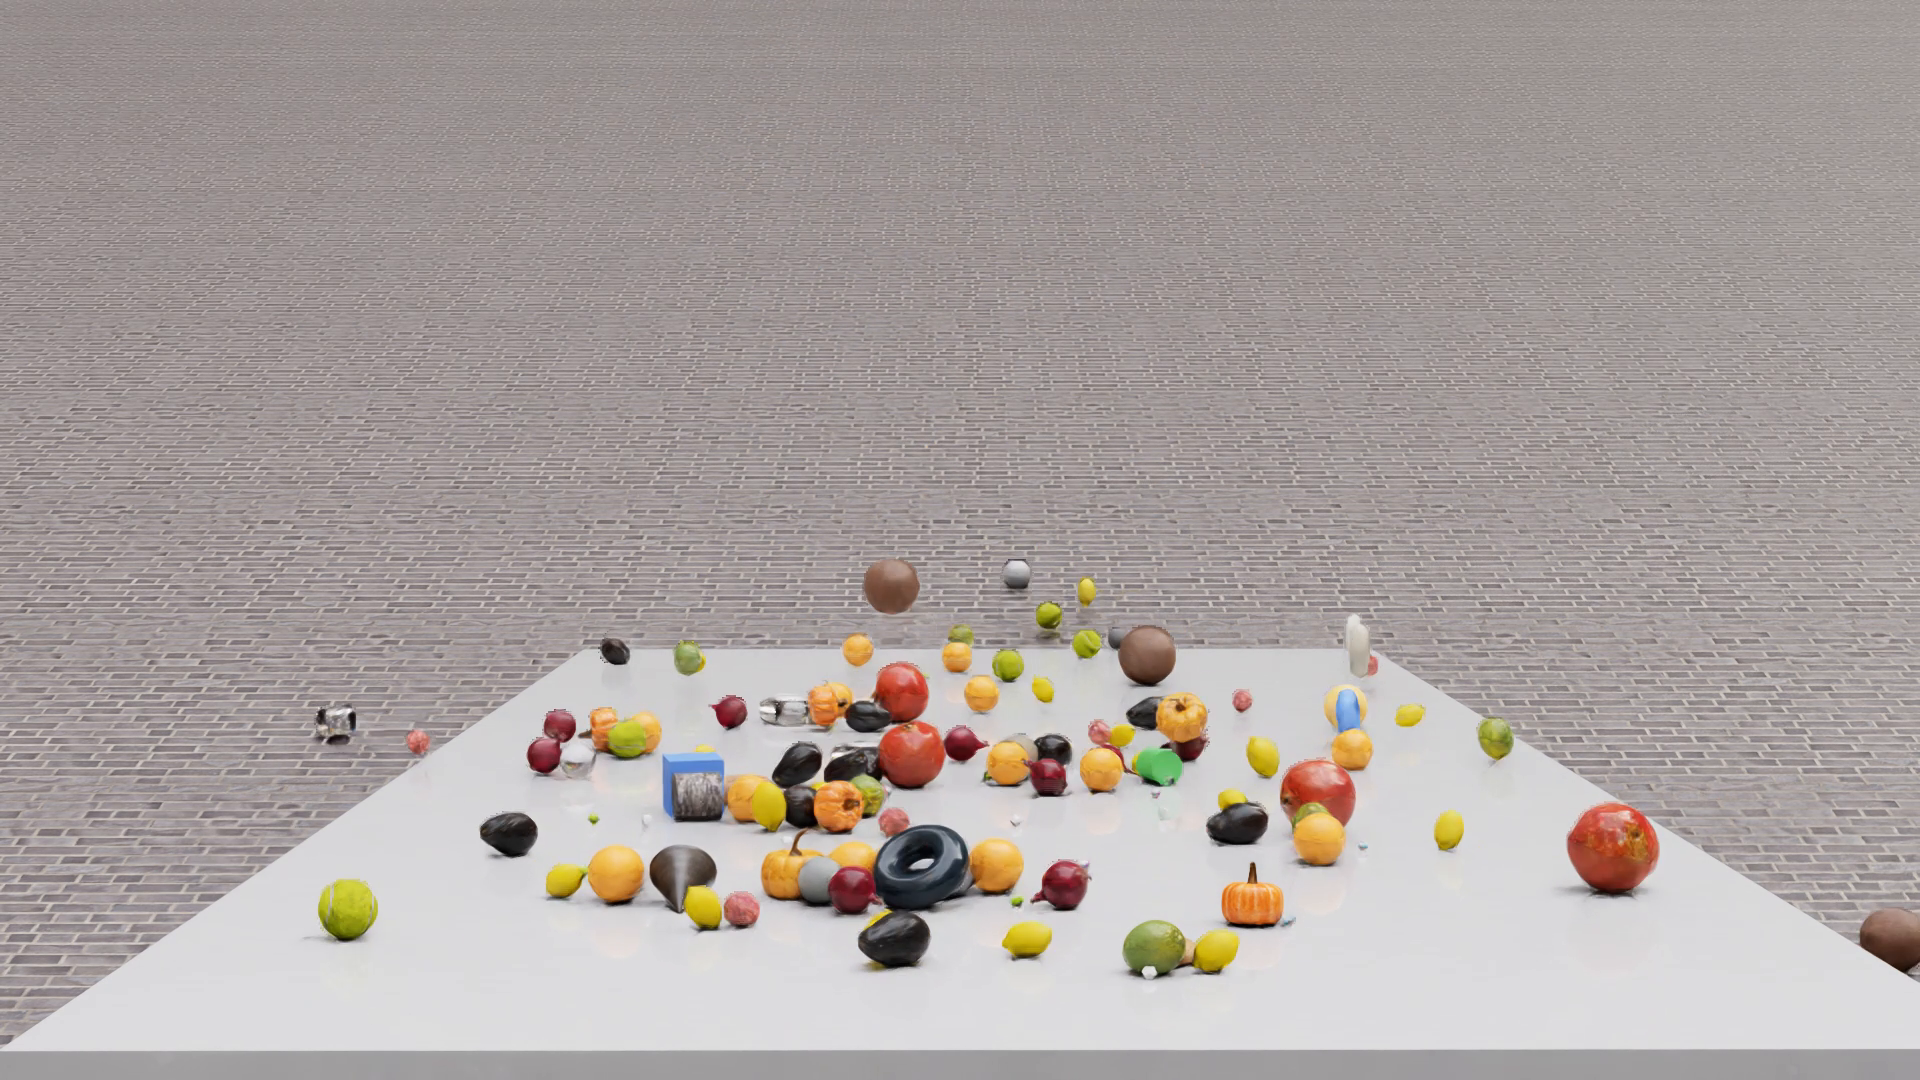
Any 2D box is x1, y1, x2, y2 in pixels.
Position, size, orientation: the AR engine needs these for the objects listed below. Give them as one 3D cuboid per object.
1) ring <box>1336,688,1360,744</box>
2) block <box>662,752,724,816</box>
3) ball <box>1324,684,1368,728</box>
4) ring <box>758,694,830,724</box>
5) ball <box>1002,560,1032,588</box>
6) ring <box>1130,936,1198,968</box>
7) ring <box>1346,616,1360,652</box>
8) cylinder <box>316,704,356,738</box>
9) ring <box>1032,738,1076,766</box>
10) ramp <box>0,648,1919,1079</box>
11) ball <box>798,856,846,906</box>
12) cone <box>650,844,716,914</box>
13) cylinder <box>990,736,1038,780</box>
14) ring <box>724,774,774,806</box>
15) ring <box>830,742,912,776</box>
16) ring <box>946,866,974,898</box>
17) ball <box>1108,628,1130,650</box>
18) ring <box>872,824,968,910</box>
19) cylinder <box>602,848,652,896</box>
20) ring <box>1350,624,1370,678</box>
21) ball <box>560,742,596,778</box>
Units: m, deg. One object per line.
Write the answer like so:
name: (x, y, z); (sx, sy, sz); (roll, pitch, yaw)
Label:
ring: (0.712, 0.324, 4.713); (0.034, 0.102, 0.102); (-4, 19, 15)
block: (-0.414, 0.378, 3.988); (0.084, 0.084, 0.084); (-1, 3, -14)
ball: (0.744, 0.322, 4.962); (0.086, 0.086, 0.086); (0, 21, 0)
ring: (-0.328, 0.336, 5.080); (0.143, 0.048, 0.143); (0, 4, 0)
ball: (0.159, 0.096, 7.158); (0.080, 0.080, 0.080); (0, 21, 0)
ring: (0.231, 0.468, 2.924); (0.077, 0.026, 0.077); (-1, 3, 0)
ring: (0.965, 0.230, 6.309); (0.031, 0.093, 0.093); (5, 21, 12)
cylinder: (-1.518, 0.440, 6.254); (0.070, 0.070, 0.070); (-9, 22, -39)
ring: (0.150, 0.372, 4.515); (0.111, 0.037, 0.111); (-1, 3, 0)
ramp: (0.049, 0.440, 4.532); (2.000, 0.100, 4.000); (0, 3, 0)
ball: (-0.175, 0.432, 3.253); (0.061, 0.061, 0.061); (0, 21, 0)
cone: (-0.351, 0.444, 3.232); (0.086, 0.086, 0.086); (-1, 30, -2)
cylinder: (0.091, 0.367, 4.328); (0.069, 0.069, 0.069); (6, 5, 16)
ring: (-0.350, 0.397, 4.083); (0.111, 0.037, 0.111); (-1, 4, 0)
ring: (-0.152, 0.374, 4.401); (0.143, 0.048, 0.143); (1, 2, 0)
ring: (-0.038, 0.439, 3.324); (0.114, 0.038, 0.114); (-4, 2, 0)
ball: (0.402, 0.250, 6.516); (0.054, 0.054, 0.054); (0, 21, 0)
ring: (-0.051, 0.414, 3.257); (0.131, 0.044, 0.131); (-15, 35, 11)
cylinder: (-0.429, 0.430, 3.332); (0.055, 0.055, 0.055); (4, 4, 11)
ring: (0.870, 0.242, 5.596); (0.039, 0.117, 0.117); (0, 21, 11)
ball: (-0.643, 0.372, 4.325); (0.060, 0.060, 0.060); (0, 21, 0)
